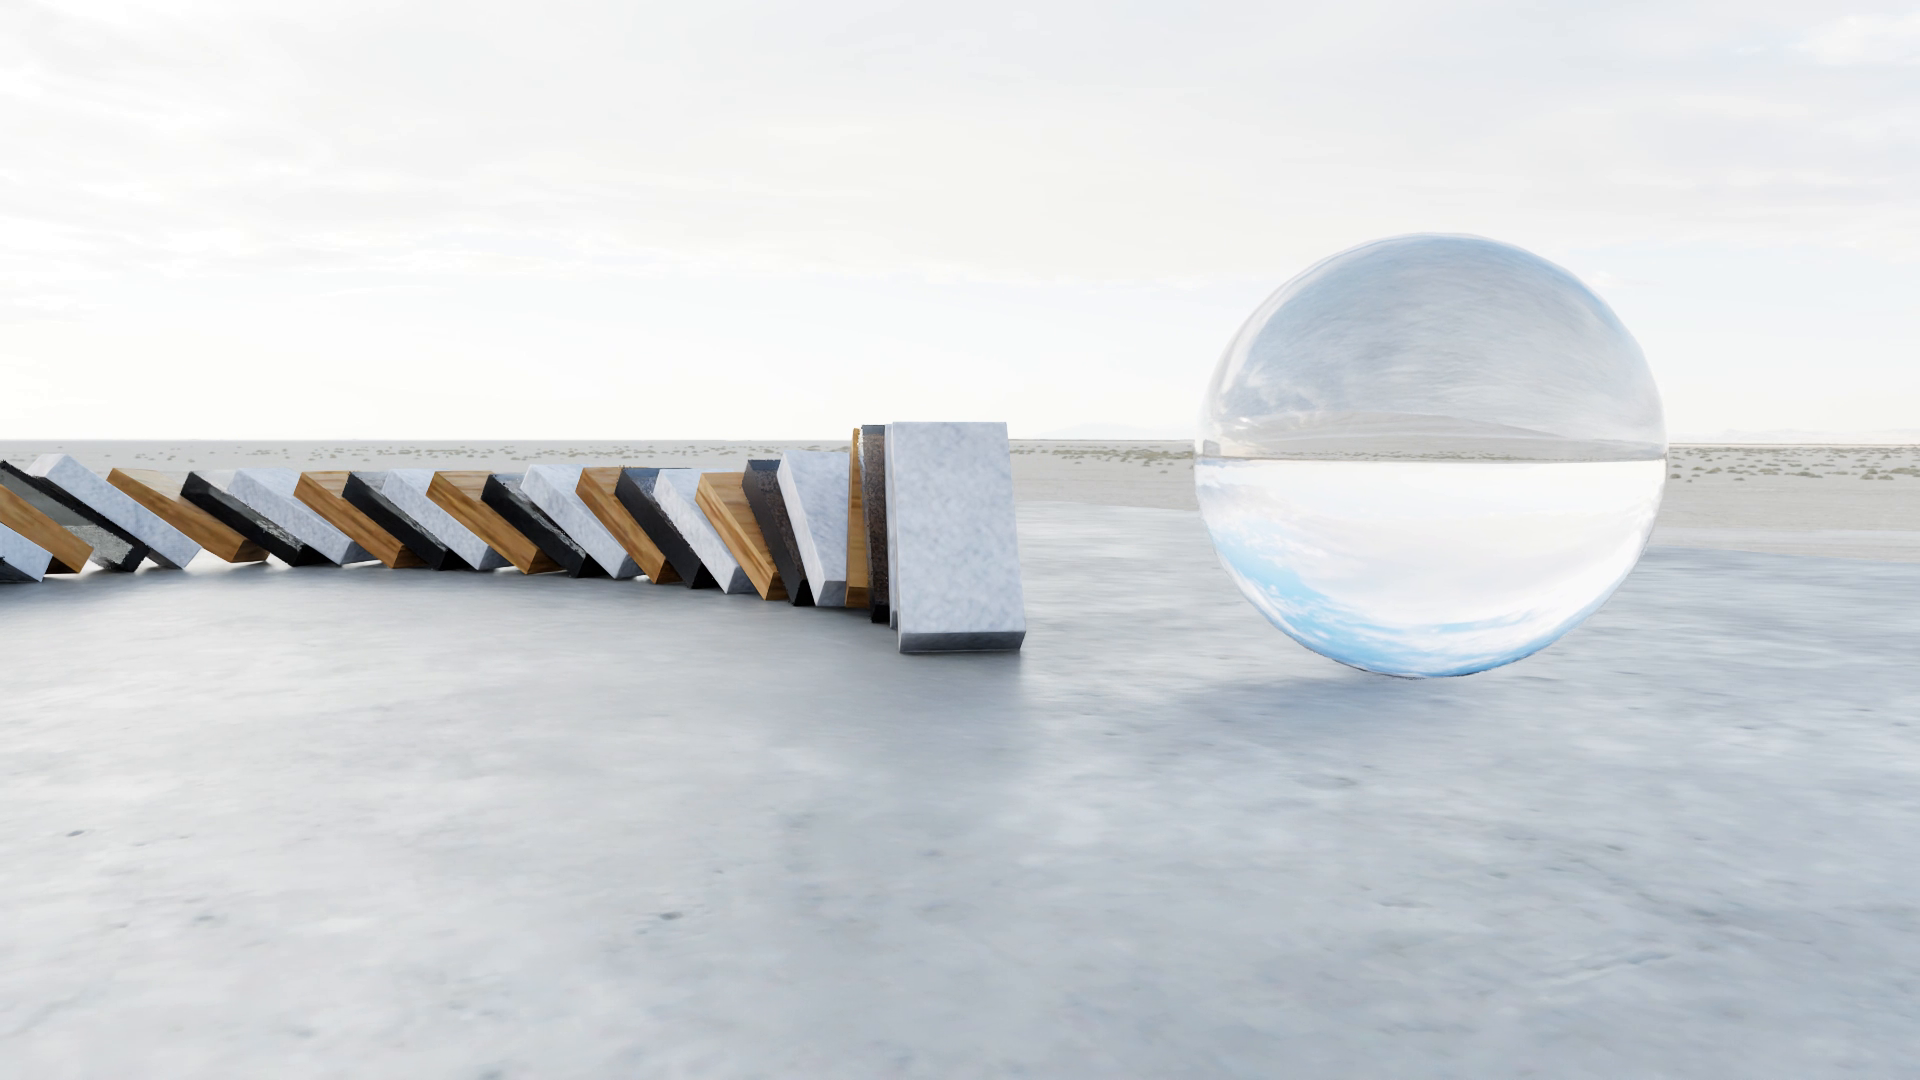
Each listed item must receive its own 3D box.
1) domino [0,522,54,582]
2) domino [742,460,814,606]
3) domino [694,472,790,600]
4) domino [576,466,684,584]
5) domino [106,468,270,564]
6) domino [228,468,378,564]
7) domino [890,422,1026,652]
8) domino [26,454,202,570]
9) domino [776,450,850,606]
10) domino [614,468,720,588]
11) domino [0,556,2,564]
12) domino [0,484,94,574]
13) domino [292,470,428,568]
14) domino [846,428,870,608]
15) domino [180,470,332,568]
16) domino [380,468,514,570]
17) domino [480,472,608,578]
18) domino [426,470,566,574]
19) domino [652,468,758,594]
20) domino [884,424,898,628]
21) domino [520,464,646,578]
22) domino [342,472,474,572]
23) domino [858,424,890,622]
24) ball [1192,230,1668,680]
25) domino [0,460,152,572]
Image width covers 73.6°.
[{"bbox_3d":[-0.299,-0.003,0.378,0.025,0.009,0.050,1,-27,8],"label":"domino"},{"bbox_3d":[-0.041,-0.003,0.356,0.025,0.010,0.050,-2,43,-29],"label":"domino"},{"bbox_3d":[-0.054,-0.002,0.370,0.025,0.009,0.050,-3,37,-37],"label":"domino"},{"bbox_3d":[-0.098,-0.006,0.408,0.025,0.009,0.050,-4,38,-49],"label":"domino"},{"bbox_3d":[-0.271,-0.009,0.453,0.050,0.009,0.025,30,0,-3],"label":"domino"},{"bbox_3d":[-0.230,-0.009,0.456,0.050,0.009,0.025,31,9,8],"label":"domino"},{"bbox_3d":[-0.001,-0.001,0.271,0.025,0.050,0.009,-1,-28,-7],"label":"domino"},{"bbox_3d":[-0.283,-0.009,0.430,0.025,0.010,0.050,4,-34,40],"label":"domino"},{"bbox_3d":[-0.031,-0.004,0.344,0.025,0.009,0.050,1,44,-25],"label":"domino"},{"bbox_3d":[-0.083,-0.005,0.396,0.025,0.009,0.050,-4,38,-45],"label":"domino"},{"bbox_3d":[-0.296,-0.002,0.357,0.025,0.009,0.050,-1,-28,-2],"label":"domino"},{"bbox_3d":[-0.298,-0.007,0.395,0.025,0.010,0.050,-2,-34,16],"label":"domino"},{"bbox_3d":[-0.207,-0.008,0.453,0.050,0.009,0.025,32,14,16],"label":"domino"},{"bbox_3d":[-0.016,-0.006,0.330,0.025,0.050,0.009,4,-36,-9],"label":"domino"},{"bbox_3d":[-0.247,-0.008,0.458,0.050,0.009,0.025,31,9,7],"label":"domino"},{"bbox_3d":[-0.171,-0.008,0.441,0.050,0.010,0.025,33,16,19],"label":"domino"},{"bbox_3d":[-0.132,-0.006,0.425,0.050,0.009,0.025,34,19,23],"label":"domino"},{"bbox_3d":[-0.152,-0.007,0.433,0.050,0.010,0.025,34,16,19],"label":"domino"},{"bbox_3d":[-0.069,-0.004,0.384,0.025,0.009,0.050,-3,38,-42],"label":"domino"},{"bbox_3d":[-0.005,-0.004,0.305,0.025,0.050,0.009,0,-28,-7],"label":"domino"},{"bbox_3d":[-0.117,-0.007,0.417,0.050,0.009,0.025,38,21,23],"label":"domino"},{"bbox_3d":[-0.187,-0.007,0.447,0.050,0.009,0.025,33,16,18],"label":"domino"},{"bbox_3d":[-0.011,-0.005,0.316,0.025,0.050,0.010,-1,-28,-11],"label":"domino"},{"bbox_3d":[0.083,-0.015,0.233,0.080,0.080,0.080,0,4,0],"label":"ball"},{"bbox_3d":[-0.294,-0.007,0.417,0.025,0.009,0.050,3,-31,37],"label":"domino"}]
